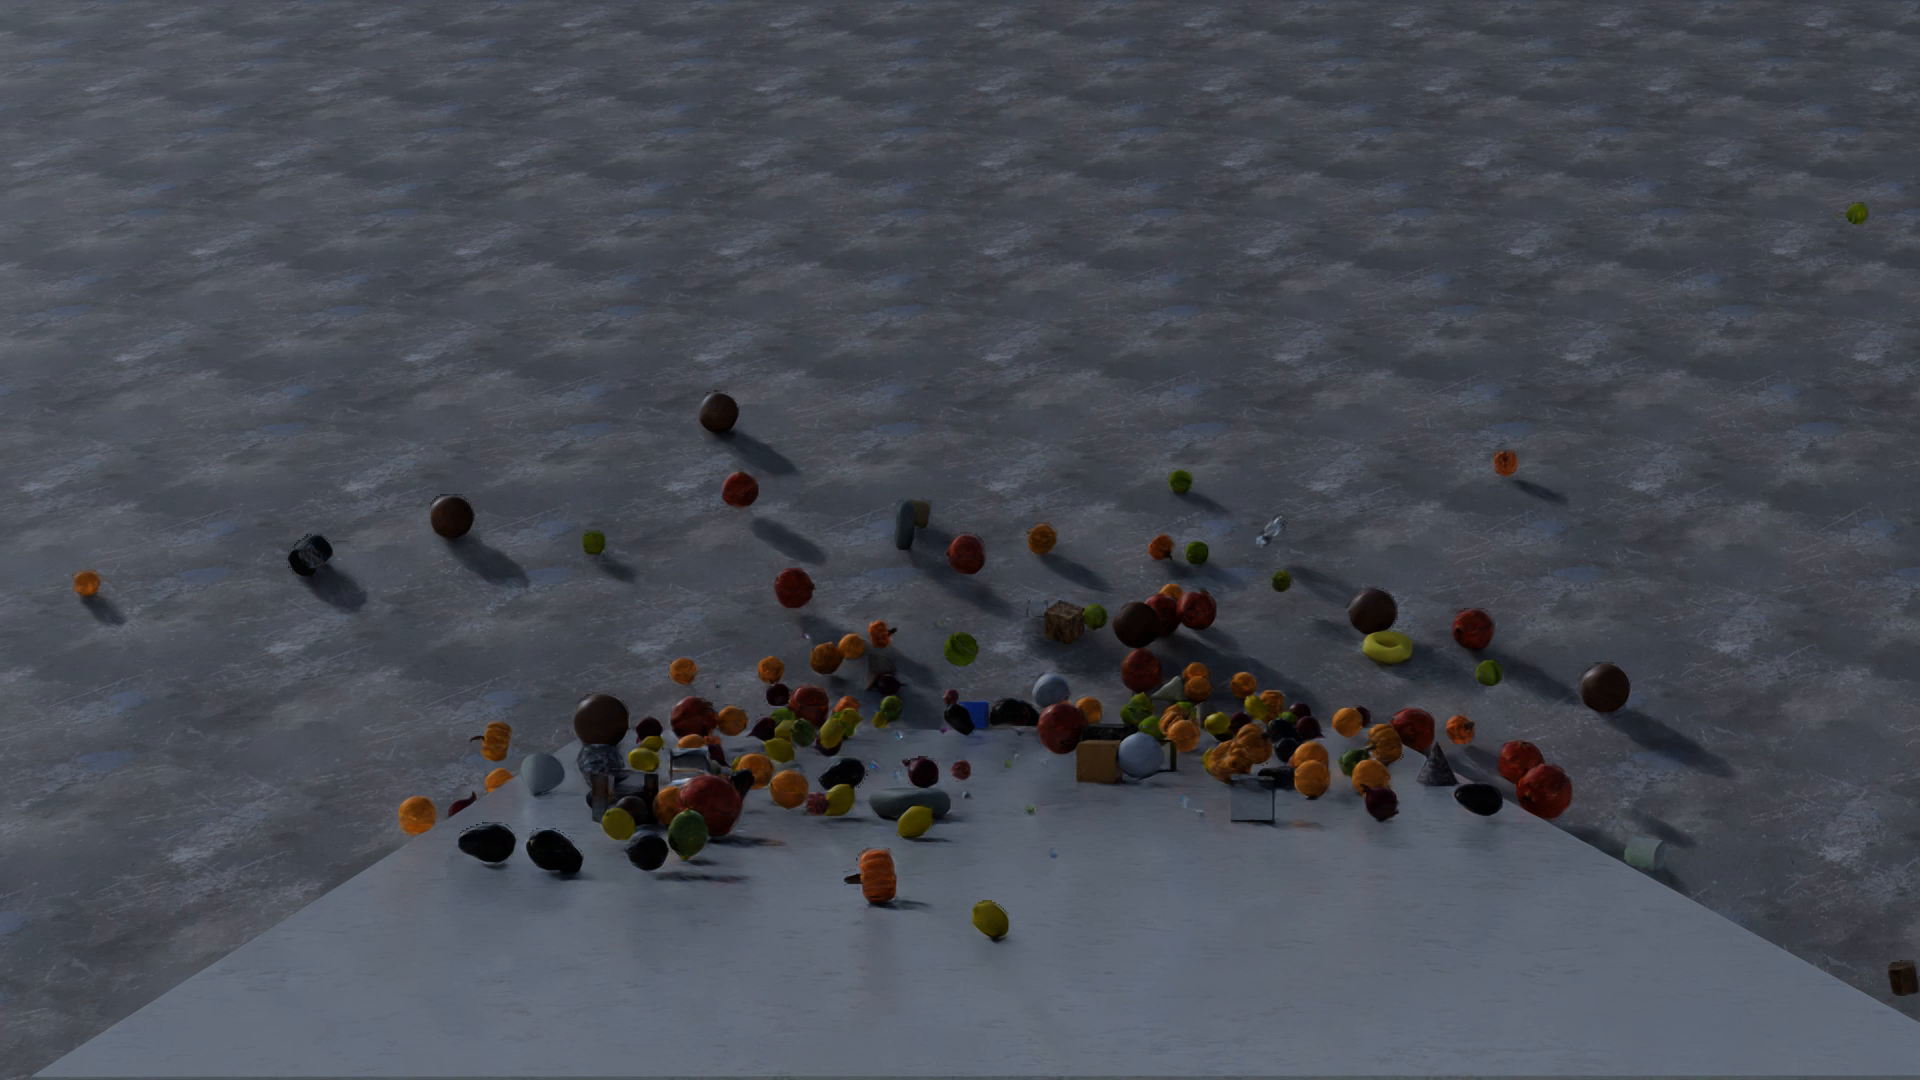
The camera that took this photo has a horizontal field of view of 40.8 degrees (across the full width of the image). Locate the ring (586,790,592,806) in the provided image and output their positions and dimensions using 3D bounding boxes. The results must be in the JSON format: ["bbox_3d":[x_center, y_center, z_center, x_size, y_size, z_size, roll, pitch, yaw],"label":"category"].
[{"bbox_3d":[-0.658,0.490,4.910,0.104,0.035,0.104,-1,2,0],"label":"ring"}]

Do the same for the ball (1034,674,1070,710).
[{"bbox_3d":[0.242,0.402,6.843,0.096,0.096,0.096,0,28,0],"label":"ball"}]

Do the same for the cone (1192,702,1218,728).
[{"bbox_3d":[0.632,0.471,6.718,0.072,0.072,0.072,7,25,12],"label":"cone"}]

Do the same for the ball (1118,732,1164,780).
[{"bbox_3d":[0.373,0.445,5.330,0.096,0.096,0.096,0,28,0],"label":"ball"}]

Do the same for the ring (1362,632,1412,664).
[{"bbox_3d":[1.176,0.295,7.101,0.137,0.046,0.137,0,28,0],"label":"ring"}]

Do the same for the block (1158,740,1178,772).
[{"bbox_3d":[0.426,0.465,5.571,0.064,0.064,0.064,0,1,-19],"label":"block"}]

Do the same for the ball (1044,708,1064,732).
[{"bbox_3d":[0.241,0.453,6.497,0.062,0.062,0.062,0,28,0],"label":"ball"}]

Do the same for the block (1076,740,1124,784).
[{"bbox_3d":[0.291,0.460,5.365,0.080,0.080,0.080,0,1,16],"label":"block"}]

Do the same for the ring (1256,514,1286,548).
[{"bbox_3d":[0.912,-0.026,7.582,0.038,0.114,0.114,40,36,3],"label":"ring"}]

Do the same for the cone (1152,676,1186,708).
[{"bbox_3d":[0.533,0.400,6.709,0.082,0.082,0.082,-6,28,-13],"label":"cone"}]

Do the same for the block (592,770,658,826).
[{"bbox_3d":[-0.606,0.466,4.671,0.089,0.089,0.089,-1,1,-35],"label":"block"}]

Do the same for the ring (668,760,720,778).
[{"bbox_3d":[-0.560,0.481,5.437,0.112,0.037,0.112,1,1,0],"label":"ring"}]

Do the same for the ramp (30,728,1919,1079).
[{"bbox_3d":[0.062,0.561,4.600,2.000,0.100,4.000,0,1,0],"label":"ramp"}]

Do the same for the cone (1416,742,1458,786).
[{"bbox_3d":[0.980,0.457,5.313,0.087,0.087,0.087,0,1,0],"label":"cone"}]

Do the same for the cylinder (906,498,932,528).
[{"bbox_3d":[-0.131,-0.082,7.762,0.076,0.076,0.076,13,27,-4],"label":"cylinder"}]

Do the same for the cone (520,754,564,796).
[{"bbox_3d":[-0.839,0.484,5.131,0.089,0.089,0.089,2,27,3],"label":"cone"}]

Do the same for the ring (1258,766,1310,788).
[{"bbox_3d":[0.658,0.484,5.256,0.109,0.036,0.109,-1,2,0],"label":"ring"}]

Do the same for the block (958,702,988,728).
[{"bbox_3d":[0.034,0.454,6.695,0.066,0.066,0.066,-1,-3,10],"label":"block"}]

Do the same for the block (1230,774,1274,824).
[{"bbox_3d":[0.530,0.470,4.697,0.078,0.078,0.078,0,1,5],"label":"block"}]

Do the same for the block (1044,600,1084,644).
[{"bbox_3d":[0.290,0.230,7.189,0.080,0.080,0.080,18,32,30],"label":"block"}]

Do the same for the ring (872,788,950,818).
[{"bbox_3d":[-0.091,0.484,4.759,0.147,0.049,0.147,1,-3,0],"label":"ring"}]

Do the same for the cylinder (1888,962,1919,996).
[{"bbox_3d":[2.075,0.965,5.679,0.057,0.057,0.057,-12,1,0],"label":"cylinder"}]

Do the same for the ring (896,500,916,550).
[{"bbox_3d":[-0.162,-0.042,7.612,0.050,0.149,0.149,3,27,-5],"label":"ring"}]

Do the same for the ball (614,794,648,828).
[{"bbox_3d":[-0.585,0.483,4.593,0.058,0.058,0.058,0,28,0],"label":"ball"}]

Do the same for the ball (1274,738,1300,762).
[{"bbox_3d":[0.727,0.467,5.742,0.056,0.056,0.056,0,28,0],"label":"ball"}]

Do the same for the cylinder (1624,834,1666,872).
[{"bbox_3d":[1.278,0.583,4.812,0.057,0.057,0.057,10,28,37],"label":"cylinder"}]

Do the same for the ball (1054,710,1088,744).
[{"bbox_3d":[0.266,0.448,6.200,0.082,0.082,0.082,0,28,0],"label":"ball"}]

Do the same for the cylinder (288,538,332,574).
[{"bbox_3d":[-1.893,0.045,7.528,0.090,0.090,0.090,12,15,21],"label":"cylinder"}]

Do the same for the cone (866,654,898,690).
[{"bbox_3d":[-0.229,0.371,6.961,0.092,0.092,0.092,16,58,28],"label":"cone"}]

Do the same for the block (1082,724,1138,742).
[{"bbox_3d":[0.331,0.452,5.668,0.089,0.089,0.089,1,1,34],"label":"block"}]

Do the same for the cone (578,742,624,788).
[{"bbox_3d":[-0.743,0.481,5.266,0.097,0.097,0.097,2,28,4],"label":"cone"}]
